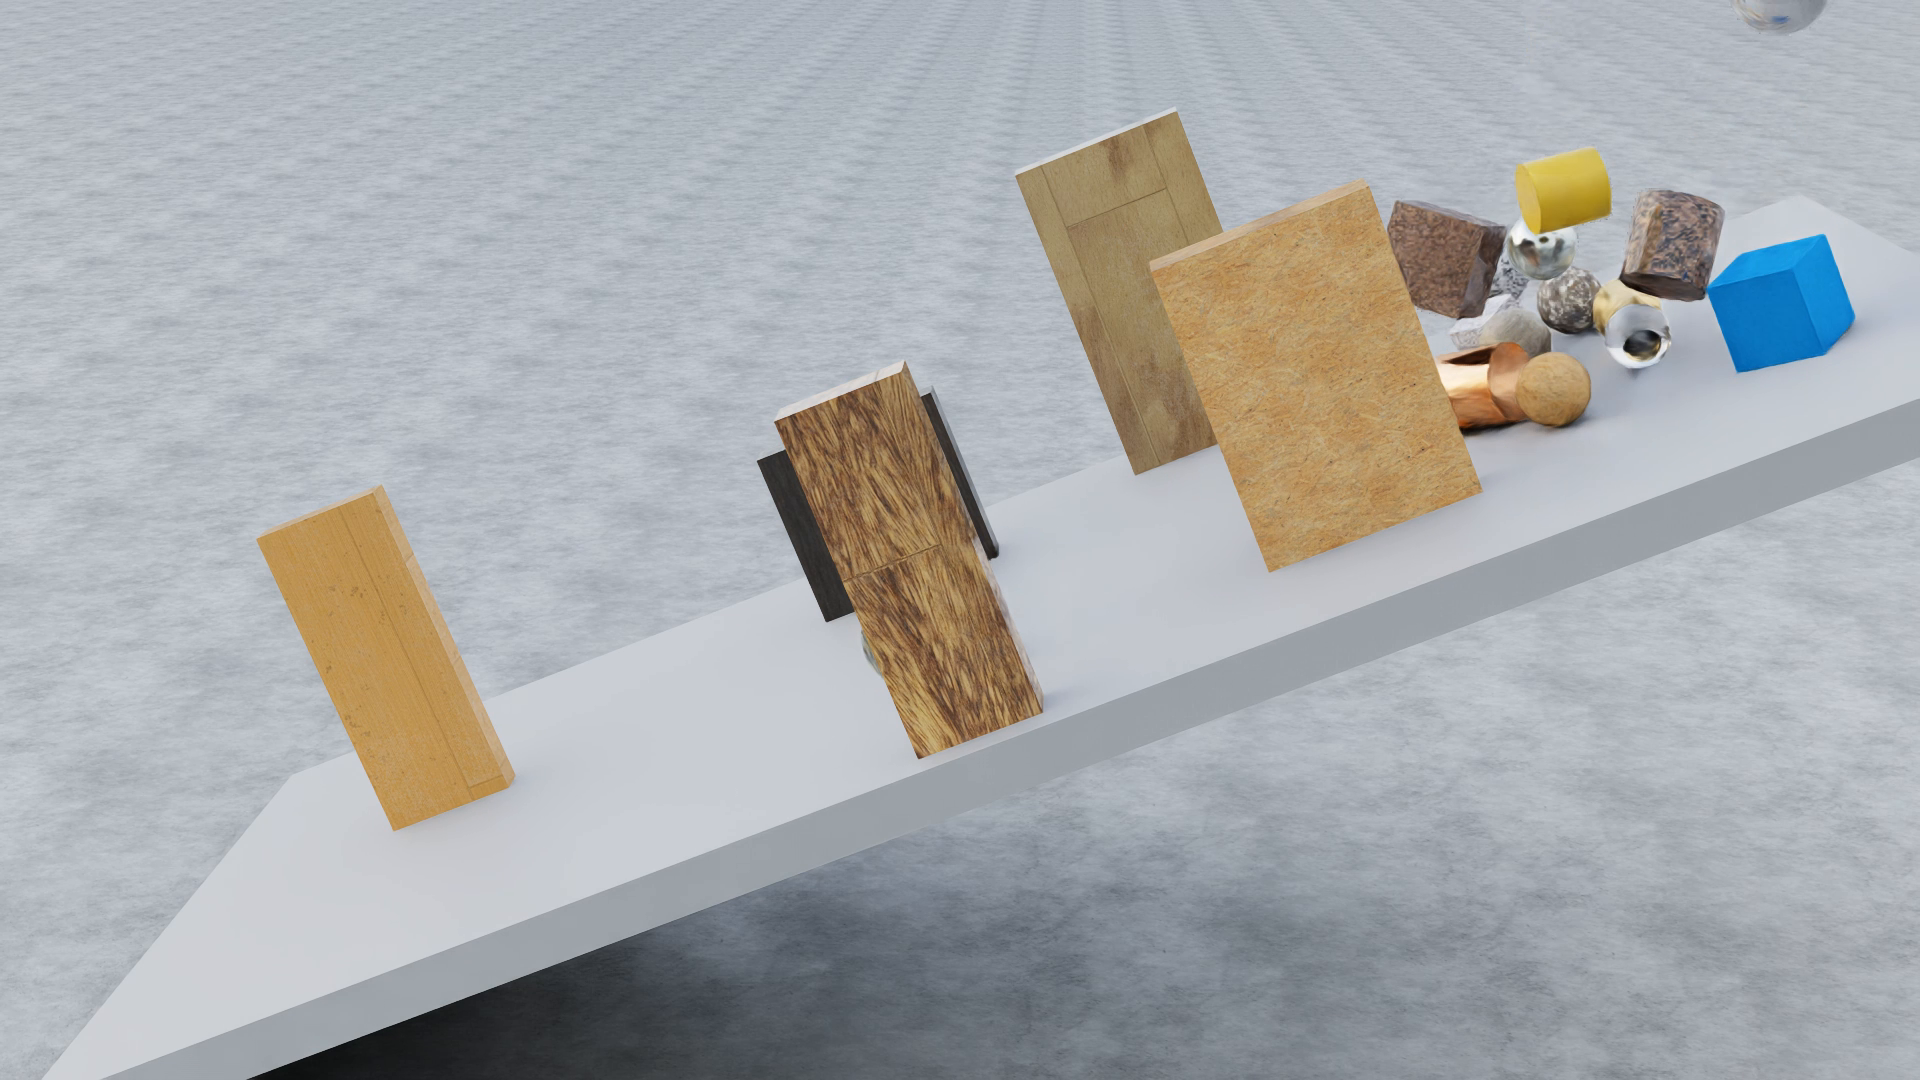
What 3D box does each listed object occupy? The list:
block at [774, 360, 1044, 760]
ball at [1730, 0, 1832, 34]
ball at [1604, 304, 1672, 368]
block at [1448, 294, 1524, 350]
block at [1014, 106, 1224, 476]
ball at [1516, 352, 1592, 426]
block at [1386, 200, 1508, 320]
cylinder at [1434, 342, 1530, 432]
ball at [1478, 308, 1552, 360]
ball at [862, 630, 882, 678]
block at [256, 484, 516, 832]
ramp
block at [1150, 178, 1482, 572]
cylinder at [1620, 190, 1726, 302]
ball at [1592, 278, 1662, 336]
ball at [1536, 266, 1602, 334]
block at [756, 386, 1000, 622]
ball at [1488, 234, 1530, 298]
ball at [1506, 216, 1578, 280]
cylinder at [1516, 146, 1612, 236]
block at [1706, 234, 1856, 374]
[{"bbox_3d":[-0.088,0.038,5.381,0.247,0.682,0.117,-21,12,7],"label":"block"},{"bbox_3d":[1.570,-1.068,5.622,0.201,0.201,0.201,0,14,0],"label":"ball"},{"bbox_3d":[1.386,-0.417,6.010,0.134,0.134,0.134,0,14,0],"label":"ball"},{"bbox_3d":[1.179,-0.451,6.474,0.122,0.122,0.122,-44,16,-21],"label":"block"},{"bbox_3d":[0.456,-0.580,6.885,0.399,0.762,0.105,-21,12,7],"label":"block"},{"bbox_3d":[1.178,-0.299,5.838,0.149,0.149,0.149,0,14,0],"label":"ball"},{"bbox_3d":[0.985,-0.577,6.045,0.194,0.194,0.194,20,14,22],"label":"block"},{"bbox_3d":[1.071,-0.313,6.052,0.165,0.165,0.165,-13,2,-43],"label":"cylinder"},{"bbox_3d":[1.194,-0.422,6.326,0.154,0.154,0.154,0,14,0],"label":"ball"},{"bbox_3d":[-0.100,0.196,5.885,0.195,0.195,0.195,0,14,0],"label":"ball"},{"bbox_3d":[-1.253,0.261,6.439,0.280,0.715,0.083,-21,12,7],"label":"block"},{"bbox_3d":[0.124,0.173,6.290,4.000,0.100,2.000,-21,12,7],"label":"ramp"},{"bbox_3d":[0.682,-0.314,5.645,0.436,0.629,0.133,-21,12,7],"label":"block"},{"bbox_3d":[1.446,-0.596,5.970,0.176,0.176,0.176,15,-7,2],"label":"cylinder"},{"bbox_3d":[1.414,-0.487,6.238,0.144,0.144,0.144,0,14,0],"label":"ball"},{"bbox_3d":[1.355,-0.532,6.528,0.150,0.150,0.150,0,14,0],"label":"ball"},{"bbox_3d":[-0.185,-0.082,6.731,0.427,0.410,0.091,-21,12,7],"label":"block"},{"bbox_3d":[1.295,-0.657,7.172,0.189,0.189,0.189,0,14,0],"label":"ball"},{"bbox_3d":[1.230,-0.623,6.220,0.148,0.148,0.148,0,14,0],"label":"ball"},{"bbox_3d":[1.199,-0.694,5.847,0.146,0.146,0.146,-14,15,-3],"label":"cylinder"},{"bbox_3d":[1.587,-0.457,5.685,0.181,0.181,0.181,-12,19,41],"label":"block"}]
